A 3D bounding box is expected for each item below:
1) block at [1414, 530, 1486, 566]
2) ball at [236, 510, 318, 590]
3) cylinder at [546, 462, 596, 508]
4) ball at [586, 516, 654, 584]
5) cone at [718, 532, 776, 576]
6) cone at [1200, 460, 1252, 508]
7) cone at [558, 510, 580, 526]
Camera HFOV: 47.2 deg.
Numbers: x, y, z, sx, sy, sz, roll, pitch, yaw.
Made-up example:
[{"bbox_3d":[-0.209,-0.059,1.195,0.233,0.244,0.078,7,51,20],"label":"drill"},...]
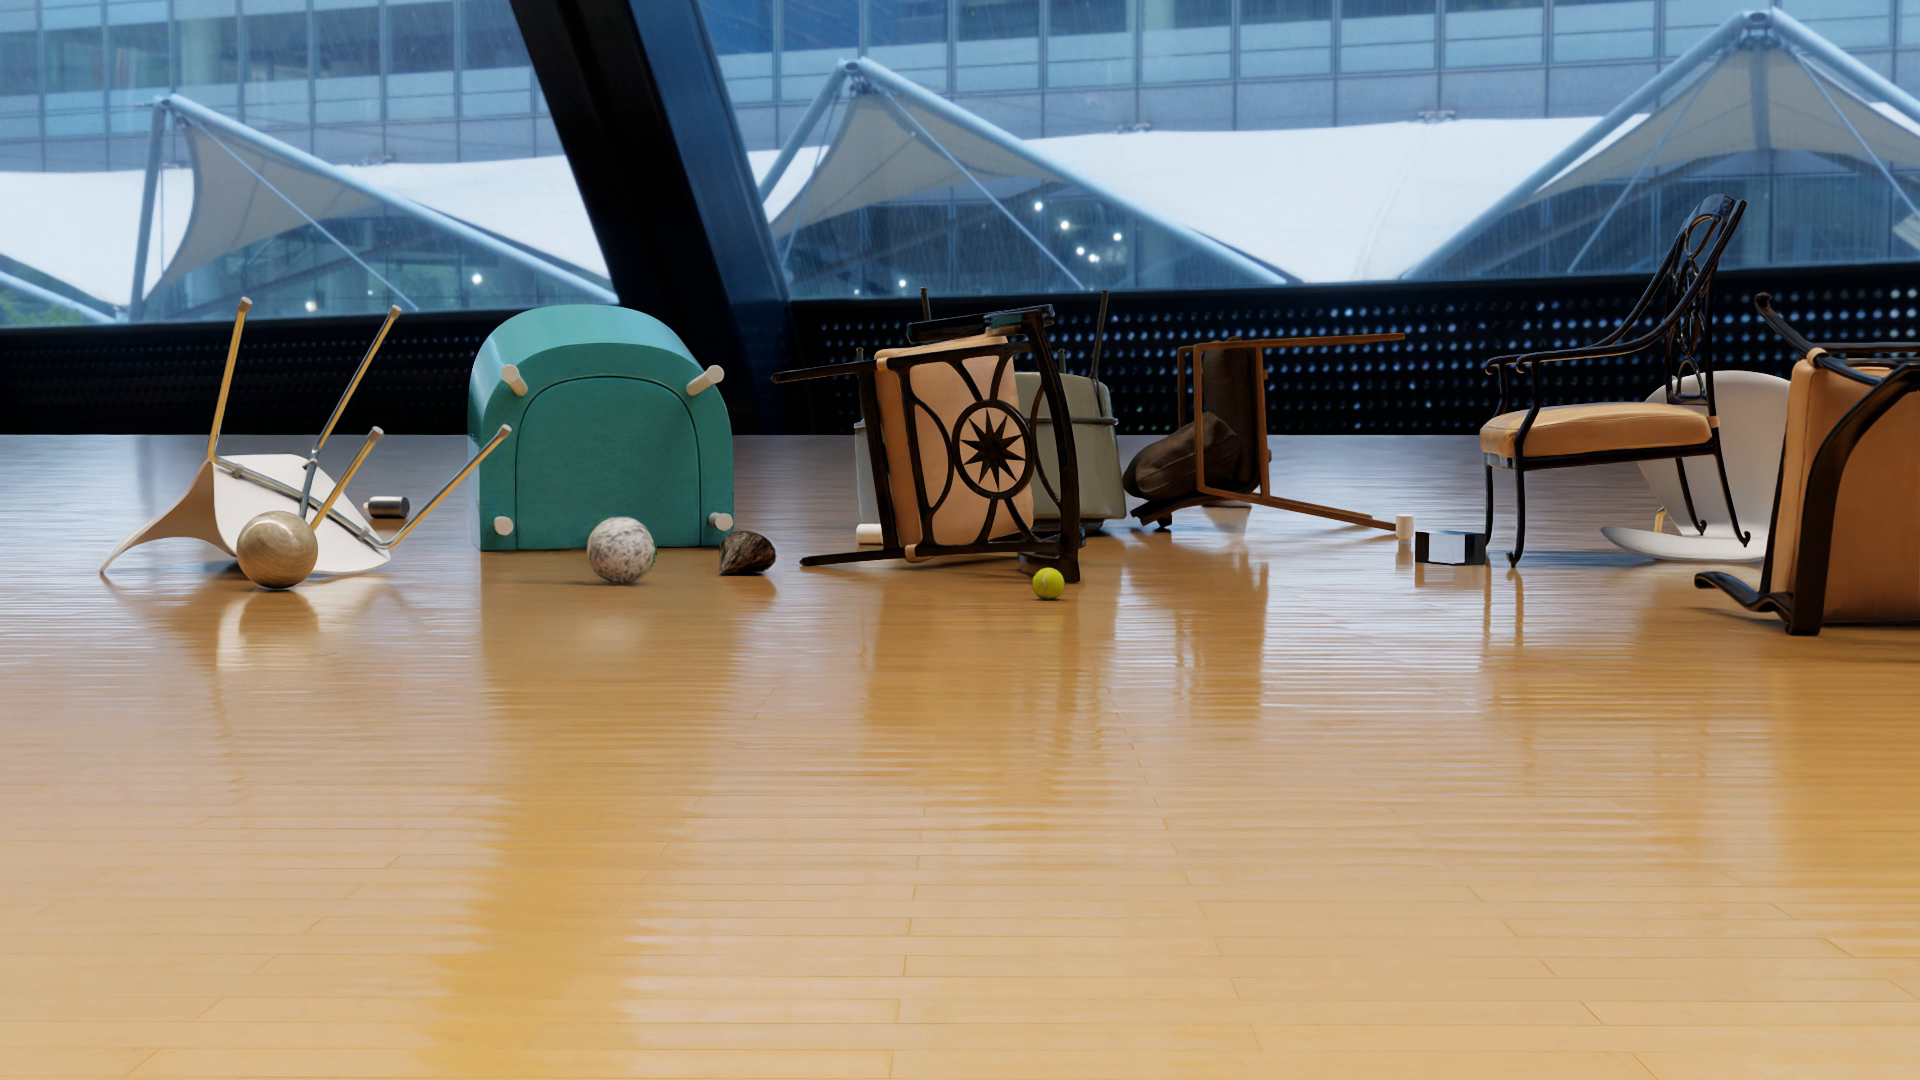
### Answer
[{"bbox_3d":[1.264,0.020,5.671,0.102,0.080,0.156,-2,4,-27],"label":"block"},{"bbox_3d":[-1.531,0.022,4.933,0.177,0.177,0.177,0,4,0],"label":"ball"},{"bbox_3d":[-1.471,-0.208,8.324,0.156,0.172,0.162,0,-12,2],"label":"cylinder"},{"bbox_3d":[-0.784,0.023,5.083,0.155,0.155,0.155,0,4,0],"label":"ball"},{"bbox_3d":[-0.548,0.058,5.324,0.208,0.115,0.111,-10,24,48],"label":"cone"},{"bbox_3d":[1.046,-0.169,8.323,0.152,0.247,0.213,38,41,2],"label":"cone"},{"bbox_3d":[-1.276,-0.061,7.244,0.084,0.056,0.058,7,-20,18],"label":"cone"}]
